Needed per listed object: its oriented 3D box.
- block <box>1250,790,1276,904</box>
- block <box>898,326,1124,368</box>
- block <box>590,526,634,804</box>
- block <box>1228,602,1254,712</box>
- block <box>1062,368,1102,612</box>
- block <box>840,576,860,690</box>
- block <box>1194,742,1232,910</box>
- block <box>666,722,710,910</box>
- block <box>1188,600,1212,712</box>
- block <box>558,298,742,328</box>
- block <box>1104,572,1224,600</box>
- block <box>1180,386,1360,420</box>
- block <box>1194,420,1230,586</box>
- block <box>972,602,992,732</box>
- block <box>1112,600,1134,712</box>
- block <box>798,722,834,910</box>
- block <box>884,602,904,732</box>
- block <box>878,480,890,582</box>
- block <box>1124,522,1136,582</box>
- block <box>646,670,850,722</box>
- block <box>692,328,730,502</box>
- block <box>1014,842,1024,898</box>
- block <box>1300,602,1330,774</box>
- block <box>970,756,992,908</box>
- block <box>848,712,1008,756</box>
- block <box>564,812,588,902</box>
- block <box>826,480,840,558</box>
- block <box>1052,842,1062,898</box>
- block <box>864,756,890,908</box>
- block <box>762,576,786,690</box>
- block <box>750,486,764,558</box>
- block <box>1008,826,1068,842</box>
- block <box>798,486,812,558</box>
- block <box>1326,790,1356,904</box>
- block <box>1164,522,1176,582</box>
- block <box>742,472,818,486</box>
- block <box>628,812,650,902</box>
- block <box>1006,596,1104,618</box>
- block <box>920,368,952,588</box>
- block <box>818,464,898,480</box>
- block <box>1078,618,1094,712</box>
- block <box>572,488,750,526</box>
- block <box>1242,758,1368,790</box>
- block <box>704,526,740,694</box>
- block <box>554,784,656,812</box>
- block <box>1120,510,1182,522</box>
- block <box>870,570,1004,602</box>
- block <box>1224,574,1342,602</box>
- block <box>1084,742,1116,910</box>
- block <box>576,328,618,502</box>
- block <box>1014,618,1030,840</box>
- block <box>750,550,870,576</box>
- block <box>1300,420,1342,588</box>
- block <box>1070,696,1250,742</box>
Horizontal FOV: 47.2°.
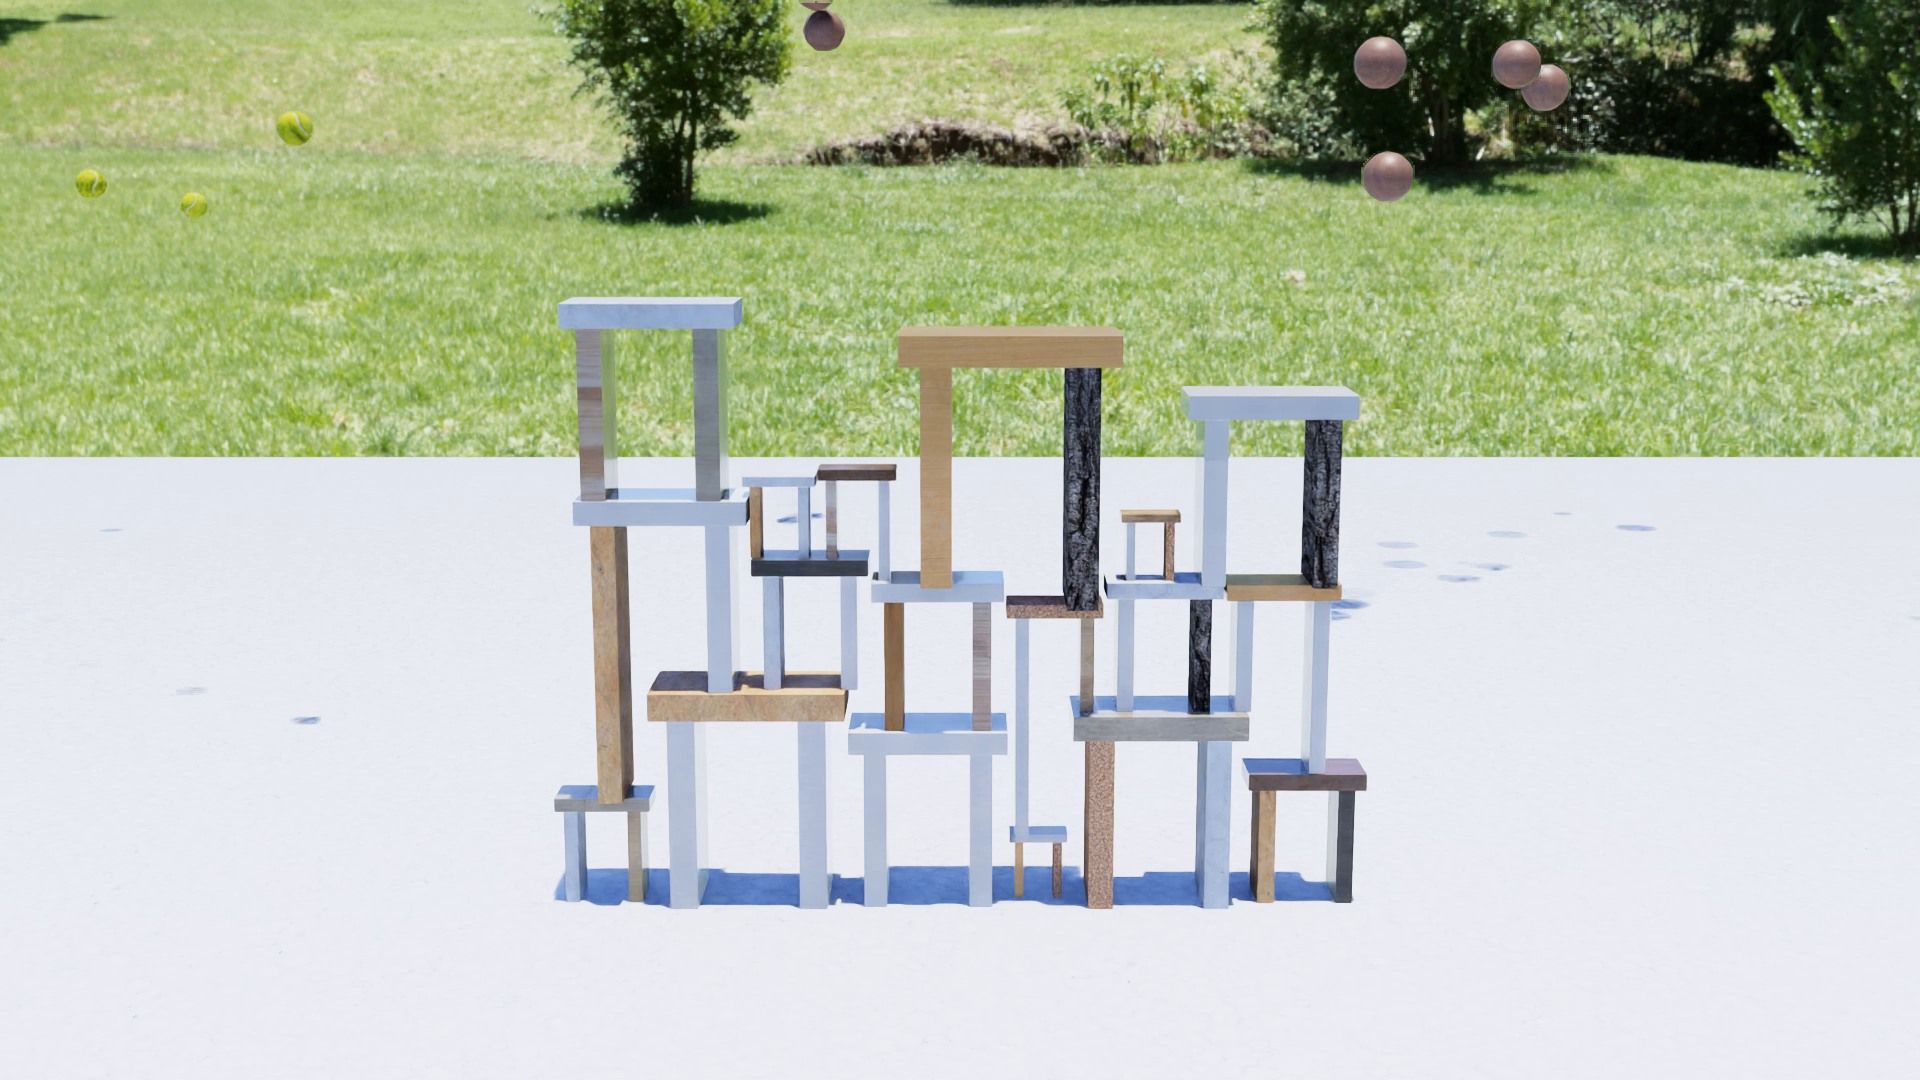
[{"bbox_3d":[0.503,0.495,3.652,0.027,0.193,0.096,0,11,0],"label":"block"},{"bbox_3d":[0.079,-0.308,3.502,0.350,0.050,0.175,0,11,0],"label":"block"},{"bbox_3d":[-0.568,0.190,3.594,0.039,0.458,0.137,0,11,0],"label":"block"},{"bbox_3d":[0.459,0.180,3.596,0.026,0.185,0.092,0,11,0],"label":"block"},{"bbox_3d":[0.195,-0.093,3.542,0.050,0.387,0.175,0,11,0],"label":"block"},{"bbox_3d":[-0.179,0.142,3.586,0.027,0.187,0.094,0,11,0],"label":"block"},{"bbox_3d":[0.419,0.451,3.639,0.040,0.283,0.142,0,11,0],"label":"block"},{"bbox_3d":[-0.450,0.434,3.643,0.045,0.317,0.158,0,11,0],"label":"block"},{"bbox_3d":[0.393,0.179,3.597,0.027,0.187,0.094,0,11,0],"label":"block"},{"bbox_3d":[-0.490,-0.362,3.496,0.274,0.039,0.137,0,11,0],"label":"block"},{"bbox_3d":[0.330,0.074,3.578,0.187,0.027,0.094,0,11,0],"label":"block"},{"bbox_3d":[0.493,-0.219,3.515,0.267,0.038,0.134,0,11,0],"label":"block"},{"bbox_3d":[0.404,-0.069,3.543,0.038,0.267,0.134,0,11,0],"label":"block"},{"bbox_3d":[0.035,0.195,3.597,0.030,0.213,0.107,0,11,0],"label":"block"},{"bbox_3d":[0.268,0.179,3.597,0.027,0.187,0.094,0,11,0],"label":"block"},{"bbox_3d":[-0.239,0.434,3.643,0.045,0.317,0.158,0,11,0],"label":"block"},{"bbox_3d":[-0.107,0.195,3.596,0.030,0.213,0.107,0,11,0],"label":"block"},{"bbox_3d":[-0.122,-0.020,3.556,0.018,0.163,0.063,0,11,0],"label":"block"},{"bbox_3d":[0.275,0.015,3.561,0.014,0.095,0.048,0,11,0],"label":"block"},{"bbox_3d":[-0.345,0.256,3.610,0.317,0.045,0.158,0,11,0],"label":"block"},{"bbox_3d":[-0.399,-0.208,3.524,0.039,0.274,0.137,0,11,0],"label":"block"},{"bbox_3d":[0.098,0.542,3.664,0.014,0.095,0.048,0,11,0],"label":"block"},{"bbox_3d":[0.582,0.232,3.606,0.026,0.288,0.092,0,11,0],"label":"block"},{"bbox_3d":[0.034,0.463,3.645,0.037,0.258,0.129,0,11,0],"label":"block"},{"bbox_3d":[-0.052,0.318,3.618,0.258,0.037,0.129,0,11,0],"label":"block"},{"bbox_3d":[-0.638,0.514,3.651,0.022,0.156,0.078,0,11,0],"label":"block"},{"bbox_3d":[-0.206,-0.038,3.554,0.018,0.126,0.063,0,11,0],"label":"block"},{"bbox_3d":[0.162,0.542,3.664,0.014,0.095,0.048,0,11,0],"label":"block"},{"bbox_3d":[-0.138,0.463,3.645,0.037,0.258,0.129,0,11,0],"label":"block"},{"bbox_3d":[-0.303,0.142,3.586,0.027,0.187,0.094,0,11,0],"label":"block"},{"bbox_3d":[-0.329,-0.033,3.555,0.016,0.116,0.058,0,11,0],"label":"block"},{"bbox_3d":[0.130,0.489,3.654,0.095,0.014,0.048,0,11,0],"label":"block"},{"bbox_3d":[-0.251,-0.033,3.555,0.016,0.116,0.058,0,11,0],"label":"block"},{"bbox_3d":[0.632,0.495,3.652,0.027,0.193,0.096,0,11,0],"label":"block"},{"bbox_3d":[0.339,0.015,3.560,0.014,0.095,0.048,0,11,0],"label":"block"},{"bbox_3d":[-0.290,-0.098,3.543,0.116,0.016,0.058,0,11,0],"label":"block"},{"bbox_3d":[-0.534,0.514,3.651,0.022,0.156,0.078,0,11,0],"label":"block"},{"bbox_3d":[0.153,0.108,3.576,0.156,0.022,0.078,0,11,0],"label":"block"},{"bbox_3d":[-0.038,-0.111,3.538,0.050,0.350,0.175,0,11,0],"label":"block"},{"bbox_3d":[-0.165,-0.109,3.541,0.126,0.018,0.063,0,11,0],"label":"block"},{"bbox_3d":[0.206,0.196,3.592,0.022,0.156,0.078,0,11,0],"label":"block"},{"bbox_3d":[-0.476,-0.053,3.549,0.274,0.039,0.137,0,11,0],"label":"block"},{"bbox_3d":[0.567,0.387,3.632,0.193,0.027,0.096,0,11,0],"label":"block"},{"bbox_3d":[-0.385,0.100,3.577,0.039,0.274,0.137,0,11,0],"label":"block"},{"bbox_3d":[-0.586,0.427,3.634,0.156,0.022,0.078,0,11,0],"label":"block"},{"bbox_3d":[0.307,-0.039,3.551,0.095,0.014,0.048,0,11,0],"label":"block"},{"bbox_3d":[-0.036,0.075,3.574,0.213,0.030,0.107,0,11,0],"label":"block"},{"bbox_3d":[0.521,0.077,3.577,0.185,0.026,0.092,0,11,0],"label":"block"},{"bbox_3d":[0.230,0.451,3.639,0.040,0.284,0.142,0,11,0],"label":"block"},{"bbox_3d":[-0.581,-0.208,3.524,0.039,0.274,0.137,0,11,0],"label":"block"},{"bbox_3d":[0.101,0.302,3.611,0.022,0.370,0.078,0,11,0],"label":"block"},{"bbox_3d":[-0.241,0.037,3.566,0.187,0.027,0.094,0,11,0],"label":"block"},{"bbox_3d":[0.582,-0.068,3.543,0.038,0.270,0.134,0,11,0],"label":"block"},{"bbox_3d":[0.324,0.292,3.610,0.283,0.040,0.142,0,11,0],"label":"block"}]
